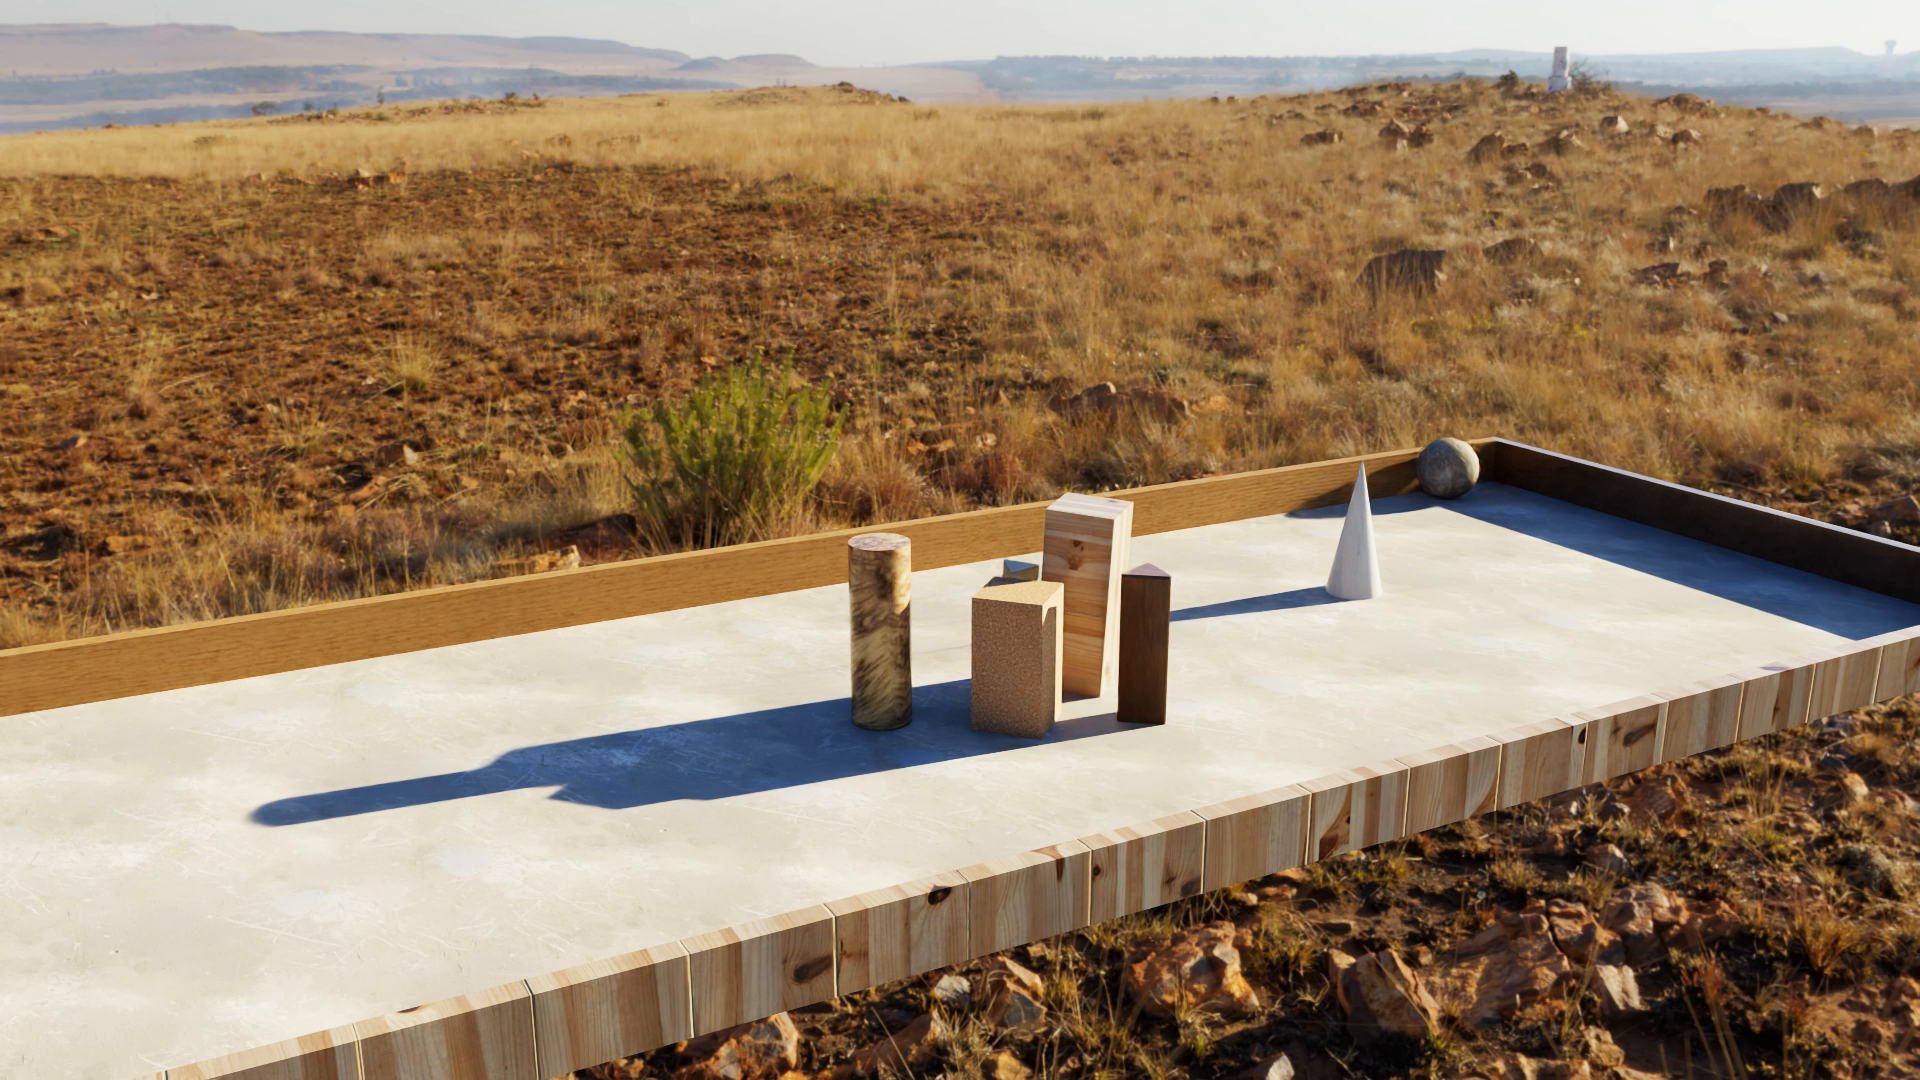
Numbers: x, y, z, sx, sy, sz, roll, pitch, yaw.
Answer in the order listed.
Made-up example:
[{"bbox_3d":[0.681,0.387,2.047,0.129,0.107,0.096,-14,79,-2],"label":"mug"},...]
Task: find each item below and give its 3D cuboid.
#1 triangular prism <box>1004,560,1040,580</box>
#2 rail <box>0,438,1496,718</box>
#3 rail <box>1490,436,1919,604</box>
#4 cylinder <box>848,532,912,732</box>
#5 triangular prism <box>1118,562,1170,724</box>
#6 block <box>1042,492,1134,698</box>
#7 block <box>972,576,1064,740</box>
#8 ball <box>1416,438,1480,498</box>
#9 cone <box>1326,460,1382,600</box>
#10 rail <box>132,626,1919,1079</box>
[{"bbox_3d":[0.126,0.210,4.059,0.089,0.323,0.078,-14,26,-39],"label":"triangular prism"},{"bbox_3d":[-3.305,0.497,3.399,12.000,0.150,0.050,-9,18,-27],"label":"rail"},{"bbox_3d":[2.466,-0.048,5.253,0.050,0.150,2.100,-9,18,-27],"label":"rail"},{"bbox_3d":[-0.185,0.214,3.845,0.144,0.440,0.144,0,16,0],"label":"cylinder"},{"bbox_3d":[0.436,0.242,3.882,0.112,0.366,0.097,3,17,10],"label":"triangular prism"},{"bbox_3d":[0.305,0.133,4.078,0.171,0.456,0.171,9,18,19],"label":"block"},{"bbox_3d":[0.134,0.272,3.849,0.170,0.326,0.170,6,17,19],"label":"block"},{"bbox_3d":[1.725,-0.254,5.833,0.217,0.217,0.217,0,16,0],"label":"ball"},{"bbox_3d":[1.156,-0.042,4.787,0.164,0.401,0.164,0,16,0],"label":"cone"},{"bbox_3d":[-2.336,1.006,1.665,12.000,0.150,0.050,-9,18,-27],"label":"rail"}]
